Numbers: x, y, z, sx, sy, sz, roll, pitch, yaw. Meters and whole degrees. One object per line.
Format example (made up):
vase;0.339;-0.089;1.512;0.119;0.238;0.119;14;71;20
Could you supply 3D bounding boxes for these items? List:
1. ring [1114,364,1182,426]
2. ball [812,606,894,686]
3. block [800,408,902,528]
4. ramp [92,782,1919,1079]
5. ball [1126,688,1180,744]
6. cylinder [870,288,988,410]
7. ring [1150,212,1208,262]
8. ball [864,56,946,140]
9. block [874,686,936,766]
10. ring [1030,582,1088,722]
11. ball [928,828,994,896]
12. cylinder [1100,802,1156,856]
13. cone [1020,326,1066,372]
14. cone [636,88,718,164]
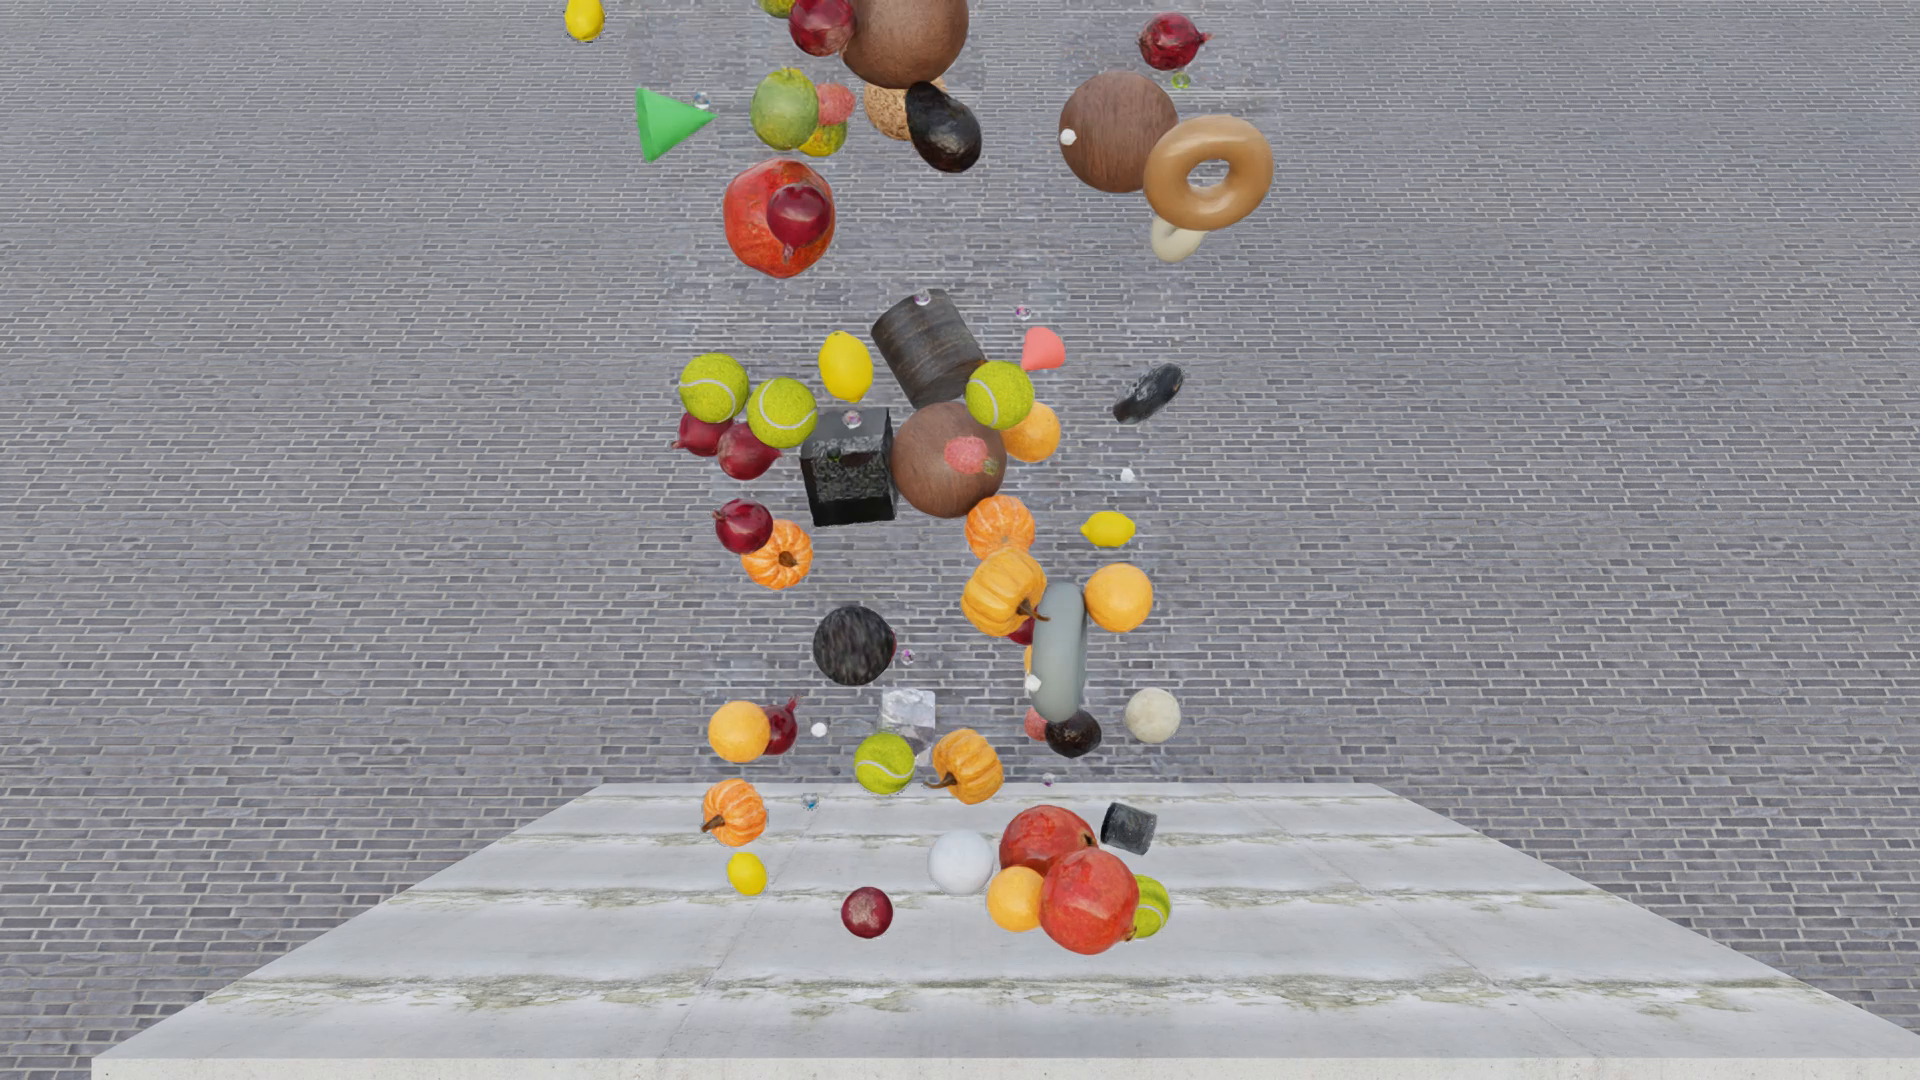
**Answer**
ring;0.201;-0.156;2.778;0.087;0.029;0.087;-38;12;9
ball;-0.119;0.118;2.895;0.090;0.090;0.090;0;33;0
block;-0.122;-0.082;2.912;0.091;0.091;0.091;-5;34;8
ramp;0.074;0.643;4.764;2.000;0.100;4.000;0;-1;0
ball;0.234;0.212;3.139;0.067;0.067;0.067;0;33;0
cylinder;-0.034;-0.216;2.947;0.099;0.099;0.099;-21;72;-29
ring;0.232;-0.332;2.723;0.029;0.086;0.086;23;23;-28
ball;-0.057;-0.461;2.707;0.087;0.087;0.087;0;33;0
block;-0.068;0.229;3.189;0.065;0.065;0.065;7;38;-6
ring;0.105;0.117;2.728;0.050;0.149;0.149;3;33;7
ball;0.001;0.355;2.861;0.073;0.073;0.073;0;33;0
cylinder;0.200;0.342;3.075;0.052;0.052;0.052;16;36;18
cone;0.079;-0.196;2.809;0.052;0.052;0.052;20;45;28
cone;-0.256;-0.385;2.379;0.070;0.070;0.070;-10;35;-14
